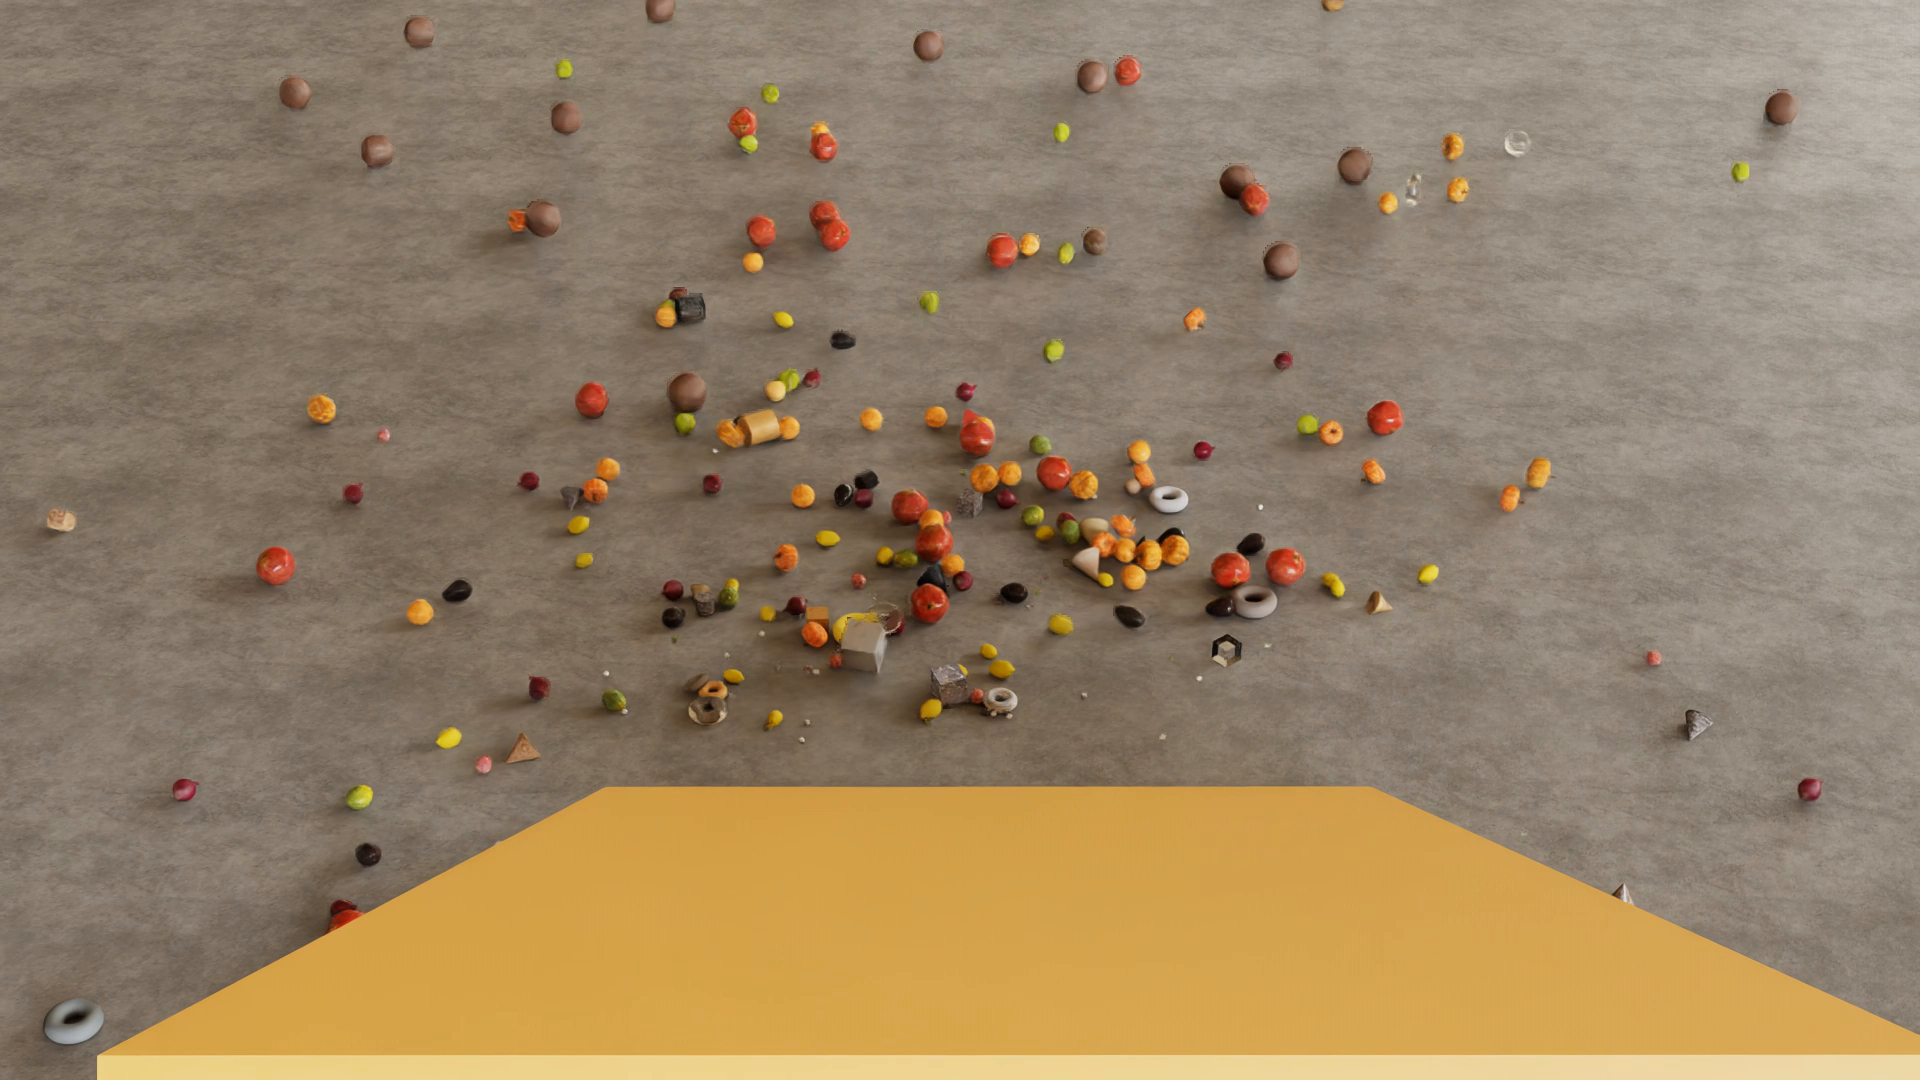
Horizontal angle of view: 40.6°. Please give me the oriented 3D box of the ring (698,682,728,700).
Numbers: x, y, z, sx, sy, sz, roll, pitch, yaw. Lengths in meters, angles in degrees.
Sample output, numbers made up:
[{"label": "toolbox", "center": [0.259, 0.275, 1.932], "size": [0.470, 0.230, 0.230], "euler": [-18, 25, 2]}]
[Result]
[{"label": "ring", "center": [-0.689, 0.423, 7.237], "size": [0.081, 0.027, 0.081], "euler": [-1, 33, 1]}]

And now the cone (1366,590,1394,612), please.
[{"label": "cone", "center": [1.236, 0.191, 7.581], "size": [0.070, 0.070, 0.070], "euler": [20, 29, -19]}]

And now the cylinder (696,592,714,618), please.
[{"label": "cylinder", "center": [-0.743, 0.189, 7.564], "size": [0.054, 0.054, 0.054], "euler": [0, 34, 0]}]

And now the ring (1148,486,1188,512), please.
[{"label": "ring", "center": [0.646, -0.126, 8.048], "size": [0.124, 0.041, 0.124], "euler": [0, 32, 0]}]

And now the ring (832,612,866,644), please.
[{"label": "ring", "center": [-0.298, 0.261, 7.463], "size": [0.138, 0.046, 0.138], "euler": [1, 37, -1]}]

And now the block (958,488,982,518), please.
[{"label": "block", "center": [0.030, -0.114, 8.014], "size": [0.058, 0.058, 0.058], "euler": [16, 37, 23]}]

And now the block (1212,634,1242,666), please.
[{"label": "block", "center": [0.758, 0.314, 7.372], "size": [0.058, 0.058, 0.058], "euler": [-25, 41, -32]}]

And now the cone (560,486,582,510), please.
[{"label": "cone", "center": [-1.206, -0.120, 8.047], "size": [0.071, 0.071, 0.071], "euler": [-1, 60, -2]}]

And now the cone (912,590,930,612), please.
[{"label": "cone", "center": [-0.114, 0.171, 7.586], "size": [0.058, 0.058, 0.058], "euler": [0, 34, 0]}]

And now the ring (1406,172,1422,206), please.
[{"label": "ring", "center": [1.696, -1.309, 9.695], "size": [0.042, 0.126, 0.126], "euler": [5, 33, 21]}]

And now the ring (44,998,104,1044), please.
[{"label": "ring", "center": [-2.099, 1.139, 6.147], "size": [0.139, 0.046, 0.139], "euler": [0, 32, 0]}]

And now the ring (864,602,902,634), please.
[{"label": "ring", "center": [-0.220, 0.225, 7.441], "size": [0.112, 0.037, 0.112], "euler": [-4, 44, 4]}]

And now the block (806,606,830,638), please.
[{"label": "block", "center": [-0.410, 0.236, 7.487], "size": [0.062, 0.062, 0.062], "euler": [-3, 34, -4]}]

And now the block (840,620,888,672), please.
[{"label": "block", "center": [-0.271, 0.300, 7.329], "size": [0.099, 0.099, 0.099], "euler": [8, 55, 13]}]

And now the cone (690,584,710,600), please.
[{"label": "cone", "center": [-0.767, 0.168, 7.619], "size": [0.060, 0.060, 0.060], "euler": [3, 61, 5]}]

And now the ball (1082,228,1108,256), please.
[{"label": "ball", "center": [0.493, -1.083, 9.435], "size": [0.096, 0.096, 0.096], "euler": [0, 34, 0]}]

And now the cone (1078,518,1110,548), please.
[{"label": "cone", "center": [0.405, -0.002, 7.861], "size": [0.096, 0.096, 0.096], "euler": [2, 60, 3]}]

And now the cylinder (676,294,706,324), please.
[{"label": "cylinder", "center": [-0.936, -0.802, 9.020], "size": [0.088, 0.088, 0.088], "euler": [-11, 35, -15]}]

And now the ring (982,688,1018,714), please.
[{"label": "ring", "center": [0.111, 0.445, 7.199], "size": [0.098, 0.033, 0.098], "euler": [1, 33, -1]}]

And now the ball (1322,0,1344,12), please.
[{"label": "ball", "center": [1.629, -2.357, 11.343], "size": [0.098, 0.098, 0.098], "euler": [0, 34, 0]}]

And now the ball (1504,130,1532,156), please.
[{"label": "ball", "center": [2.178, -1.547, 10.127], "size": [0.100, 0.100, 0.100], "euler": [0, 34, 0]}]

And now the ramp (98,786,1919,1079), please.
[{"label": "ramp", "center": [0.075, 0.649, 4.780], "size": [2.000, 0.100, 4.000], "euler": [0, -1, 0]}]

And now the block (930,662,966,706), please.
[{"label": "block", "center": [-0.031, 0.403, 7.221], "size": [0.078, 0.078, 0.078], "euler": [-12, 35, -17]}]

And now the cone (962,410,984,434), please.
[{"label": "cone", "center": [0.025, -0.368, 8.417], "size": [0.077, 0.077, 0.077], "euler": [24, 67, 31]}]

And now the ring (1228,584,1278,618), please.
[{"label": "ring", "center": [0.857, 0.179, 7.586], "size": [0.142, 0.047, 0.142], "euler": [-1, 33, 1]}]

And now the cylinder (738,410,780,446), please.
[{"label": "cylinder", "center": [-0.647, -0.360, 8.348], "size": [0.098, 0.098, 0.098], "euler": [-18, 38, -25]}]

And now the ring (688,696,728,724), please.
[{"label": "ring", "center": [-0.695, 0.470, 7.159], "size": [0.108, 0.036, 0.108], "euler": [1, 34, -1]}]

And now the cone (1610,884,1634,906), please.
[{"label": "cone", "center": [1.659, 0.885, 6.503], "size": [0.072, 0.072, 0.072], "euler": [0, 34, 0]}]

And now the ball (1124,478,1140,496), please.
[{"label": "ball", "center": [0.537, -0.165, 8.096], "size": [0.052, 0.052, 0.052], "euler": [0, 34, 0]}]

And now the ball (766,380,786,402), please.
[{"label": "ball", "center": [-0.608, -0.493, 8.574], "size": [0.068, 0.068, 0.068], "euler": [0, 34, 0]}]

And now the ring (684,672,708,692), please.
[{"label": "ring", "center": [-0.736, 0.398, 7.255], "size": [0.075, 0.025, 0.075], "euler": [-27, 17, 9]}]

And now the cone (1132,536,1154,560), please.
[{"label": "cone", "center": [0.553, 0.013, 7.812], "size": [0.070, 0.070, 0.070], "euler": [0, 34, 0]}]
